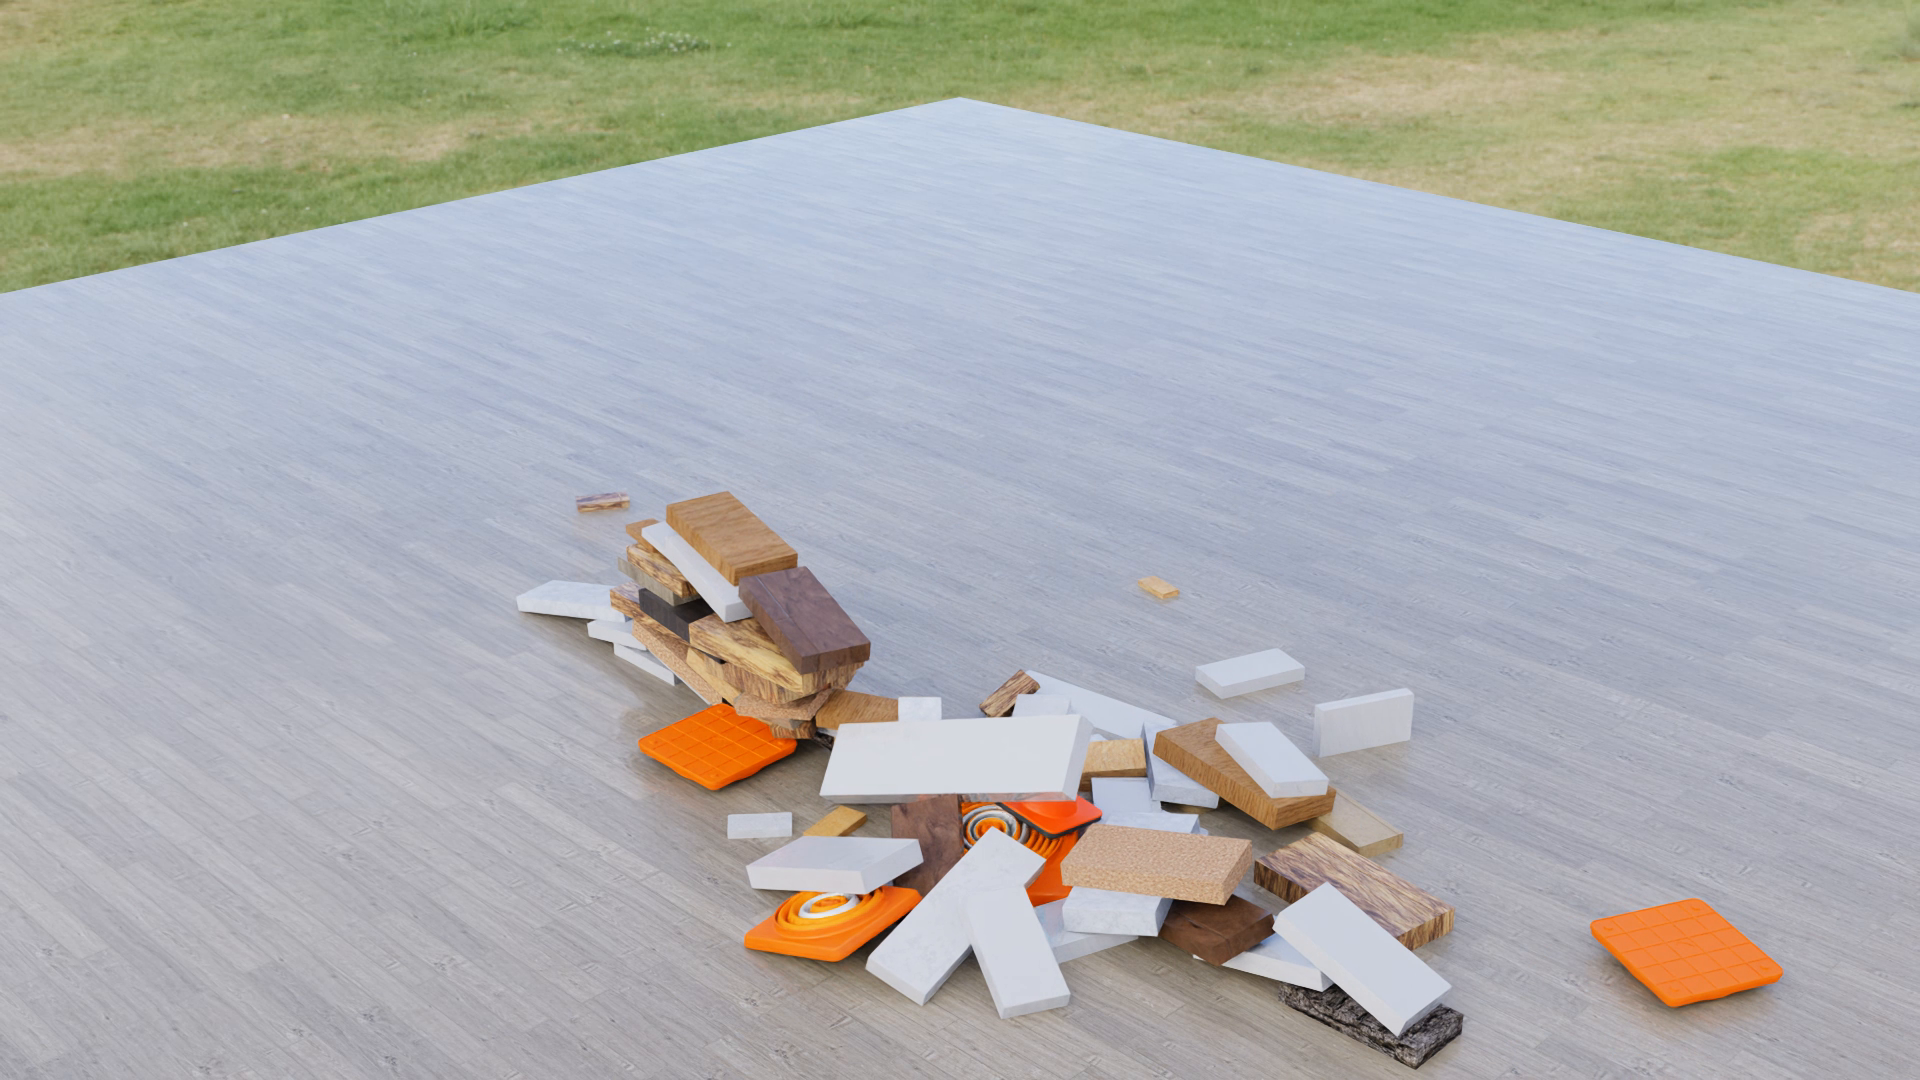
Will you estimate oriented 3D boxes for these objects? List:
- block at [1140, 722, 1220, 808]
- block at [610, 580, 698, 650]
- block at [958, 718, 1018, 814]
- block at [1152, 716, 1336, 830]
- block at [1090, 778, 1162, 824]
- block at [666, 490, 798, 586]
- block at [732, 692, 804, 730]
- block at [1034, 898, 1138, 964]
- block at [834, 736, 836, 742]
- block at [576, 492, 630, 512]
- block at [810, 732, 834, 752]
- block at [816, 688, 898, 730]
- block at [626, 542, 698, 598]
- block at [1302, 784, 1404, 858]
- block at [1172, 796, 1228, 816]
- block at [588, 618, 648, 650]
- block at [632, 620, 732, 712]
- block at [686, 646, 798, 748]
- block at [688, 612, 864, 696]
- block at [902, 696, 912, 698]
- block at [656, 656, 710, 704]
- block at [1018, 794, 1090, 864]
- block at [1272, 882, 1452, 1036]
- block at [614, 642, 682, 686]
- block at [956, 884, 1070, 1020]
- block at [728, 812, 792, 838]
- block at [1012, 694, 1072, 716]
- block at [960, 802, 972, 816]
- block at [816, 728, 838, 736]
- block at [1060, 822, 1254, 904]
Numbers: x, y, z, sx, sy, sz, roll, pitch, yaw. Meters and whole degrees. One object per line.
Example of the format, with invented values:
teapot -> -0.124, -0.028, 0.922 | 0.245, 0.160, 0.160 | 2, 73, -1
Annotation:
block -> 0.453, 0.462, 4.545 | 0.134, 0.038, 0.267 | 8, 23, -4
block -> -0.629, 0.154, 4.975 | 0.161, 0.046, 0.322 | -23, 32, -40
block -> 0.017, 0.462, 4.500 | 0.117, 0.033, 0.233 | -6, 42, -42
block -> 0.573, 0.469, 4.454 | 0.172, 0.049, 0.345 | -10, 28, -39
block -> 0.336, 0.557, 4.399 | 0.134, 0.038, 0.267 | 0, 23, 0
block -> -0.499, -0.006, 4.793 | 0.154, 0.044, 0.309 | -15, 35, -31
block -> -0.387, 0.344, 4.676 | 0.191, 0.027, 0.095 | 14, 45, 45
block -> 0.180, 0.716, 4.025 | 0.265, 0.037, 0.132 | -12, 26, -26
block -> -0.174, 0.444, 4.605 | 0.087, 0.025, 0.175 | -32, 51, -31
block -> -0.972, -0.104, 5.980 | 0.140, 0.020, 0.070 | -6, 24, -14
block -> -0.250, 0.413, 4.686 | 0.175, 0.025, 0.087 | 26, 52, 30
block -> -0.187, 0.365, 4.573 | 0.203, 0.029, 0.101 | 9, 34, 18
block -> -0.626, 0.054, 4.890 | 0.126, 0.036, 0.252 | -17, 28, -32
block -> 0.769, 0.563, 4.393 | 0.111, 0.031, 0.222 | -13, 26, -27
block -> 0.509, 0.523, 4.503 | 0.139, 0.020, 0.070 | -17, 28, -34
block -> -0.756, 0.209, 5.134 | 0.114, 0.032, 0.229 | -21, 20, -40
block -> -0.576, 0.255, 4.958 | 0.161, 0.046, 0.322 | -23, 47, -39
block -> -0.436, 0.317, 4.830 | 0.161, 0.046, 0.322 | -23, 49, -39
block -> -0.384, 0.218, 4.579 | 0.347, 0.049, 0.174 | 20, 32, 39
block -> -0.109, 0.395, 4.799 | 0.087, 0.025, 0.175 | 6, 24, 14
block -> -0.589, 0.282, 4.985 | 0.114, 0.032, 0.229 | -22, 46, -38
block -> 0.188, 0.552, 4.368 | 0.117, 0.033, 0.233 | -4, 33, -10
block -> 0.692, 0.719, 3.794 | 0.141, 0.040, 0.283 | -22, 51, -42
block -> -0.686, 0.268, 5.088 | 0.114, 0.032, 0.229 | -21, 31, -40
block -> 0.093, 0.727, 3.894 | 0.123, 0.035, 0.246 | -8, 45, -18
block -> -0.400, 0.570, 4.393 | 0.127, 0.018, 0.063 | -2, 23, -4
block -> 0.164, 0.411, 4.696 | 0.117, 0.033, 0.233 | 0, 31, 12
block -> -0.065, 0.490, 4.473 | 0.203, 0.029, 0.101 | 40, 41, 24
block -> -0.275, 0.371, 4.668 | 0.175, 0.025, 0.087 | 11, 43, 43
block -> 0.361, 0.592, 4.037 | 0.315, 0.045, 0.158 | 3, 23, 27
